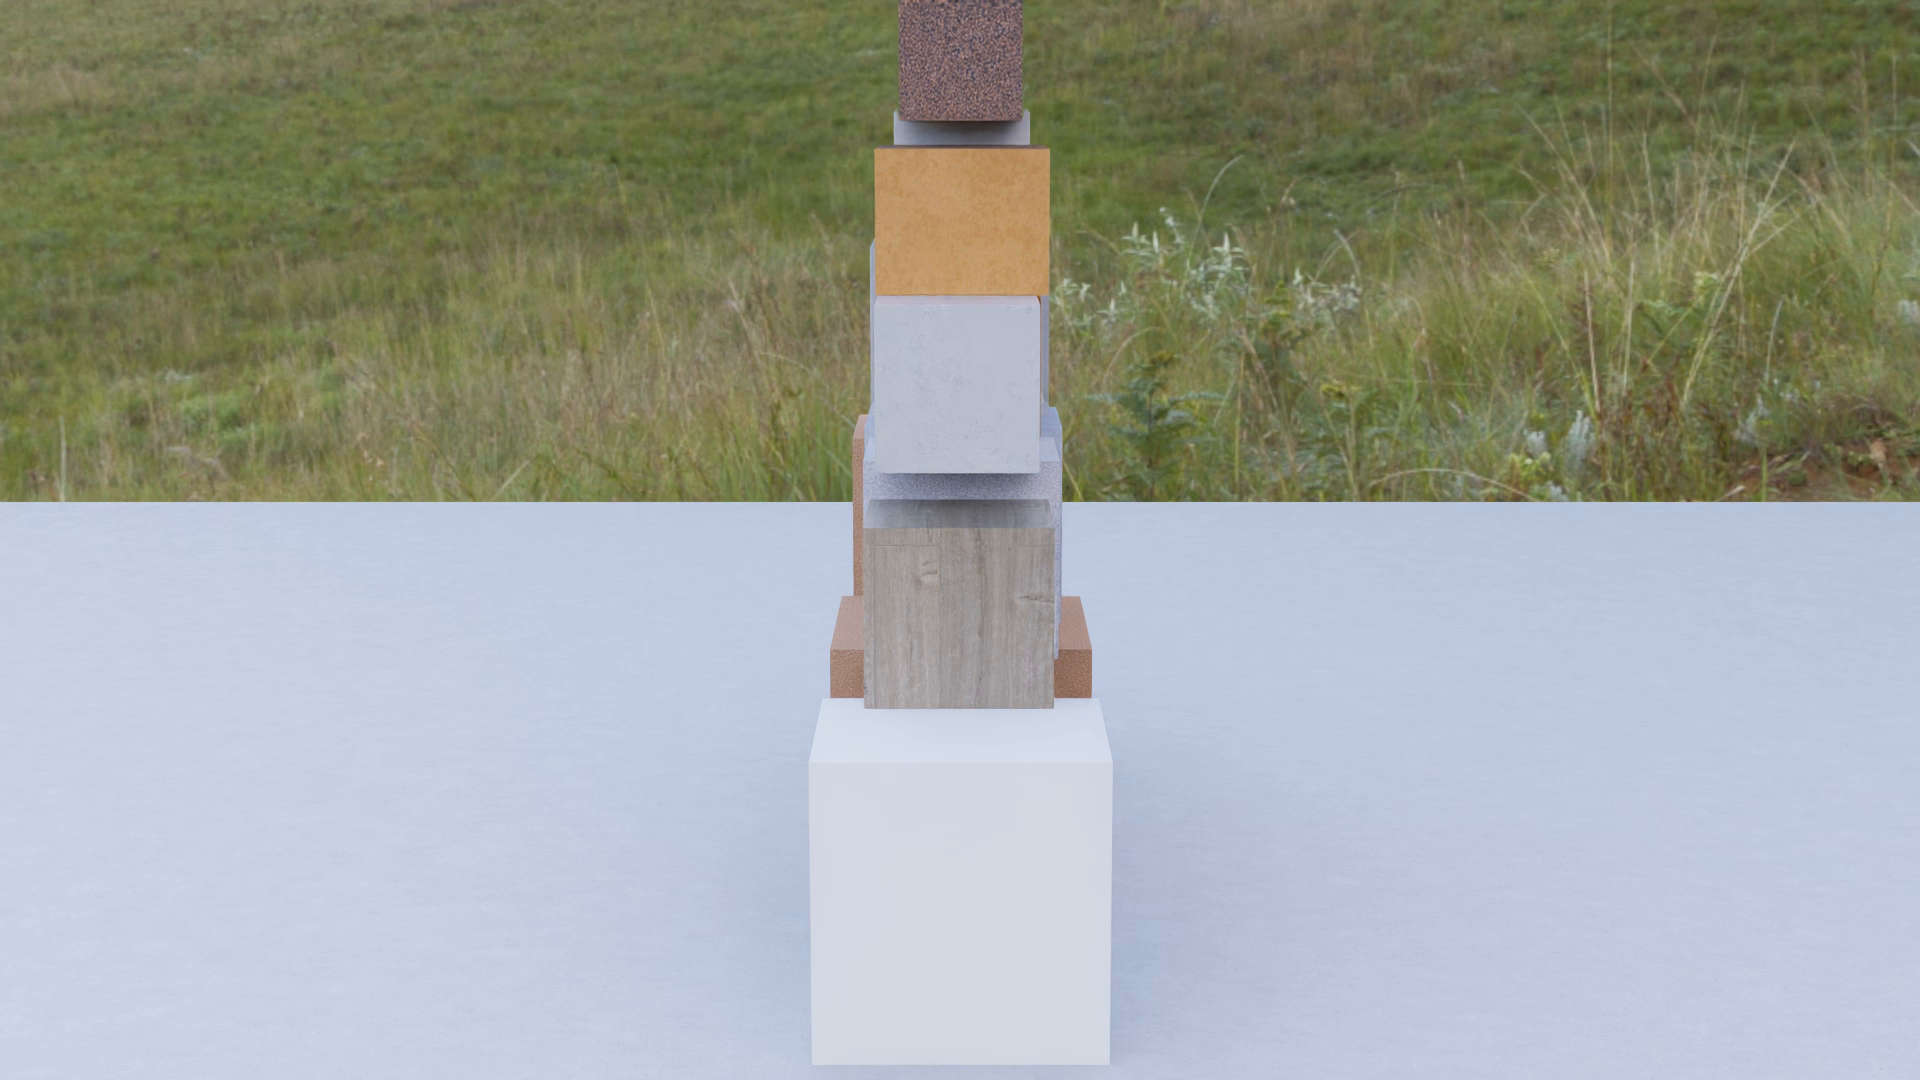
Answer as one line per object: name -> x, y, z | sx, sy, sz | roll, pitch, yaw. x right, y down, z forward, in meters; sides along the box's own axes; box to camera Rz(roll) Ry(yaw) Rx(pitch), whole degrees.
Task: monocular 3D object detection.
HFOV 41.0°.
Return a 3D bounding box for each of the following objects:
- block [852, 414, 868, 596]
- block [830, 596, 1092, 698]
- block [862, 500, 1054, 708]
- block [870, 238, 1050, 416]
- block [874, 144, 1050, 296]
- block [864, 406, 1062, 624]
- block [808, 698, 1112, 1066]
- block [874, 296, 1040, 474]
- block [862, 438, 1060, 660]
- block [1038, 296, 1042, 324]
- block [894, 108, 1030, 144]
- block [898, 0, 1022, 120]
block -> -0.012, -0.058, 12.280 | 0.965, 0.981, 0.844 | 0, 10, 0
block -> 0.004, 0.919, 11.310 | 1.090, 1.145, 1.111 | 0, 10, 0
block -> -0.004, 0.238, 10.060 | 0.722, 0.695, 0.728 | 0, 9, 0
block -> -0.001, -0.988, 11.737 | 0.793, 0.747, 0.729 | 0, 10, 0
block -> 0.009, -1.335, 10.636 | 0.700, 0.584, 0.677 | 0, 10, 0
block -> 0.014, -0.123, 11.454 | 0.850, 0.853, 0.738 | 0, 10, 0
block -> 0.003, 1.248, 9.565 | 1.068, 1.122, 0.937 | 0, 10, 0
block -> -0.011, -0.649, 10.324 | 0.642, 0.656, 0.724 | 0, 10, 0
block -> 0.005, 0.024, 10.746 | 0.793, 0.818, 0.689 | 0, 10, 0
block -> -0.003, -0.786, 11.035 | 0.679, 0.602, 0.705 | 0, 10, 0
block -> 0.008, -1.580, 11.237 | 0.579, 0.599, 0.585 | 0, 11, 0
block -> 0.003, -2.103, 10.757 | 0.506, 0.625, 0.542 | 0, 16, 0
